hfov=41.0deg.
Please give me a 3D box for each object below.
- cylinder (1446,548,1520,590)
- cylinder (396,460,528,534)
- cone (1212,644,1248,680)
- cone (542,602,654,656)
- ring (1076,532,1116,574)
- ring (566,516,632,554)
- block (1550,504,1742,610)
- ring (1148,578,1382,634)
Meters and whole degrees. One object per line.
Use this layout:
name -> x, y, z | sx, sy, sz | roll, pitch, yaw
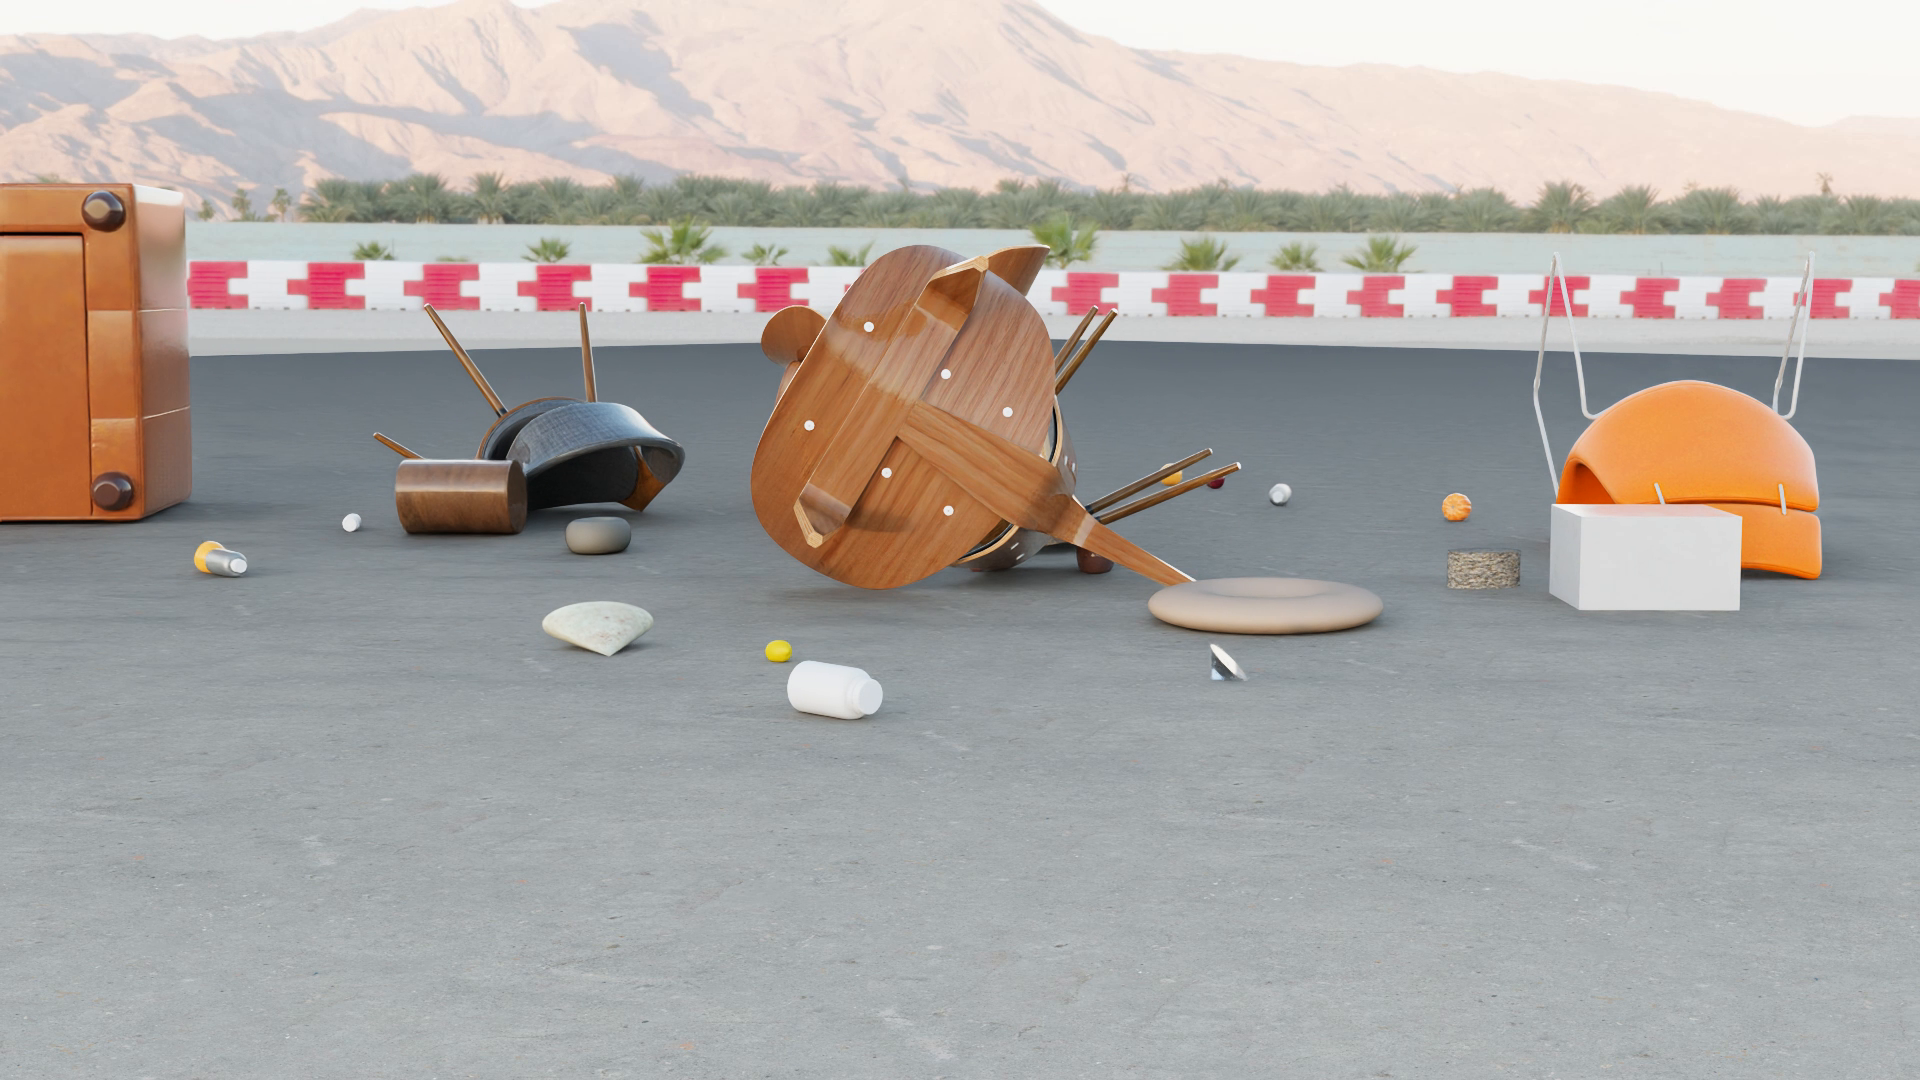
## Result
cylinder -> 1.115, 0.060, 5.460 | 0.162, 0.076, 0.111 | -2, 6, -17
cylinder -> -1.270, -0.110, 6.550 | 0.282, 0.180, 0.252 | 0, -15, 2
cone -> 0.426, 0.214, 4.195 | 0.082, 0.040, 0.096 | 46, 12, 10
cone -> -0.627, 0.175, 4.514 | 0.198, 0.084, 0.144 | -1, 22, -16
ring -> 0.305, 0.028, 5.750 | 0.088, 0.081, 0.194 | -1, 7, 6
ring -> -0.867, -0.011, 6.150 | 0.155, 0.077, 0.235 | -1, 5, 0
block -> 1.383, 0.032, 5.196 | 0.315, 0.185, 0.275 | 0, 6, 1
ring -> 0.583, 0.124, 4.897 | 0.436, 0.066, 0.466 | 6, 9, 44
